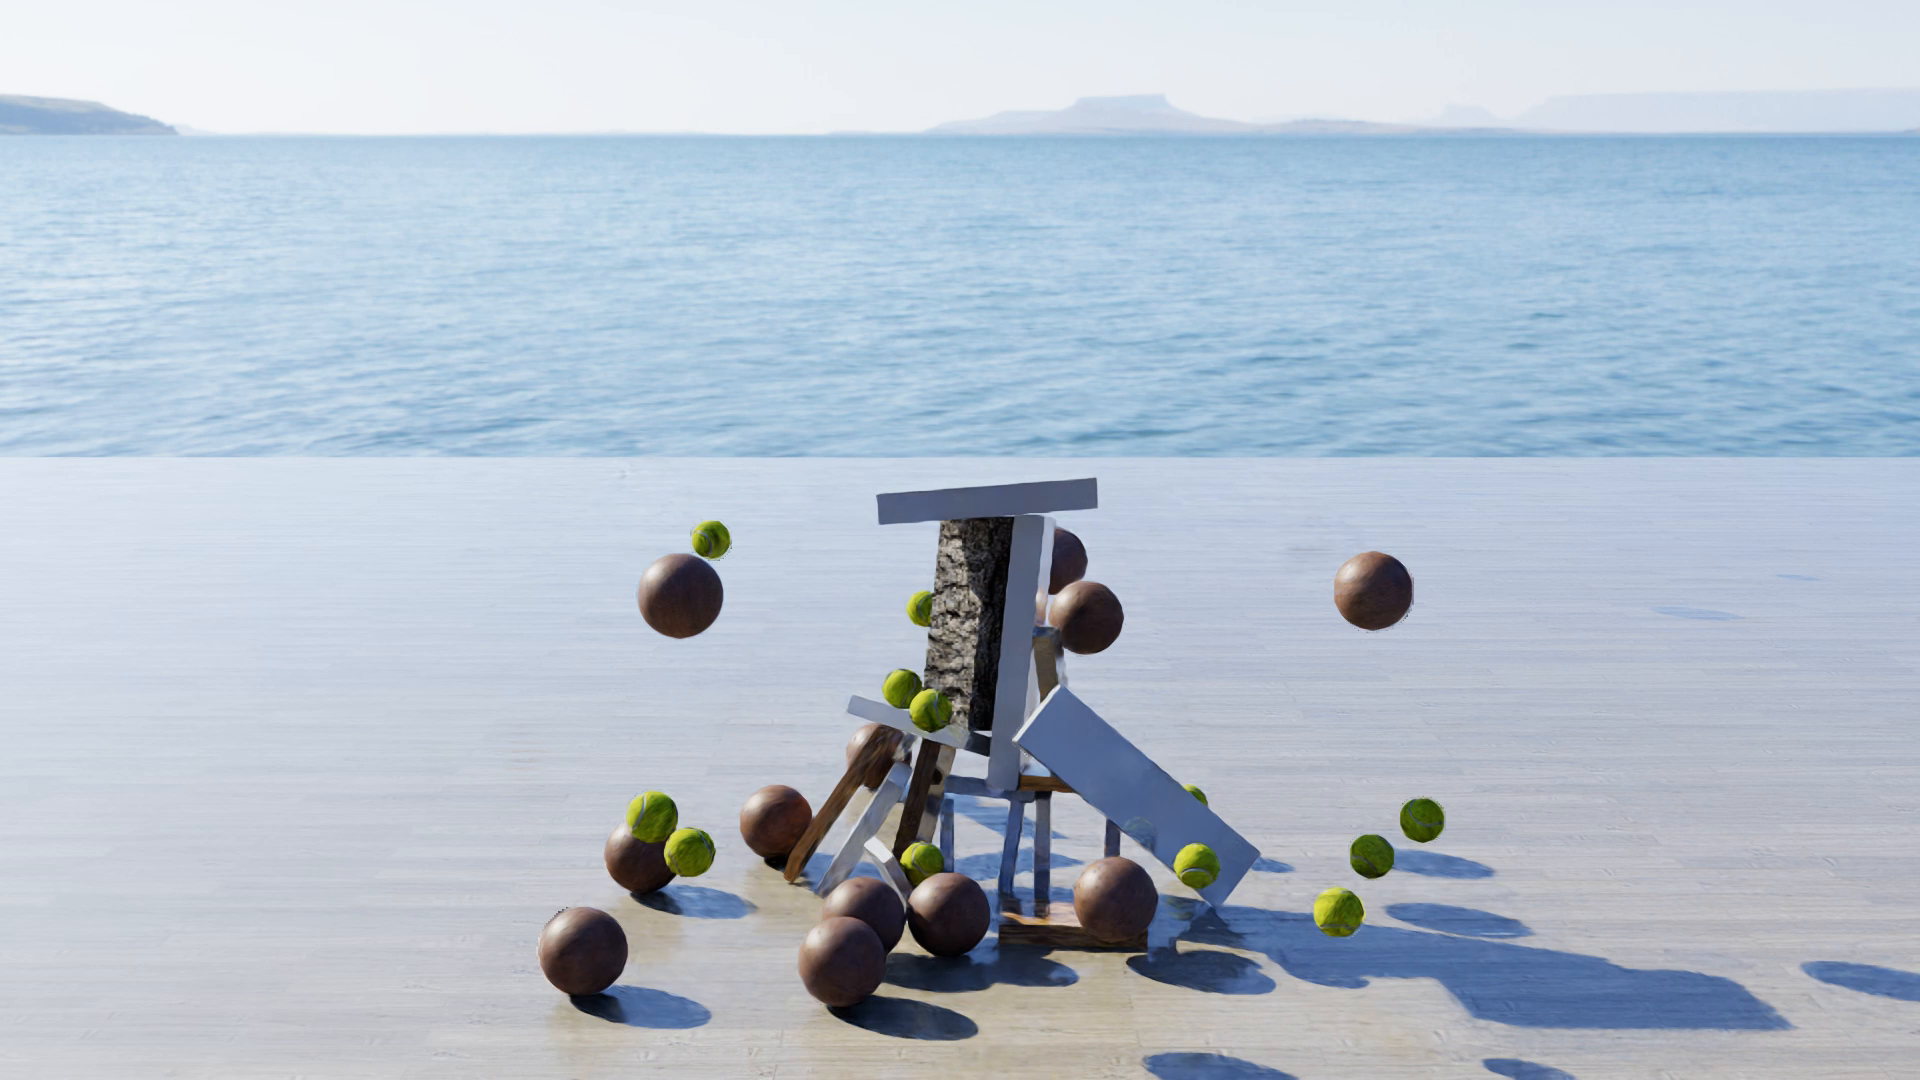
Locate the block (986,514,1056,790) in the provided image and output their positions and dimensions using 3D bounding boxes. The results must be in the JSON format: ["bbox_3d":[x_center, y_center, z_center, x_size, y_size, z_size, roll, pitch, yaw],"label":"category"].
[{"bbox_3d":[0.103,0.183,3.677,0.050,0.451,0.178,6,0,8],"label":"block"}]

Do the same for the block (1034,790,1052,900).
[{"bbox_3d":[0.138,0.503,3.649,0.025,0.177,0.089,1,11,4],"label":"block"}]

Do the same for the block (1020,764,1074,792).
[{"bbox_3d":[0.195,0.397,3.647,0.177,0.025,0.089,2,6,9],"label":"block"}]

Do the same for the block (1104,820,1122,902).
[{"bbox_3d":[0.254,0.501,3.652,0.025,0.177,0.089,2,8,5],"label":"block"}]

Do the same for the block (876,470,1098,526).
[{"bbox_3d":[0.043,-0.071,3.638,0.356,0.050,0.178,-4,5,-1],"label":"block"}]

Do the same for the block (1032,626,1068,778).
[{"bbox_3d":[0.158,0.267,3.639,0.033,0.233,0.117,-7,5,10],"label":"block"}]

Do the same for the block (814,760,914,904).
[{"bbox_3d":[-0.159,0.483,3.653,0.033,0.234,0.117,32,12,0],"label":"block"}]

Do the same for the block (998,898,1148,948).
[{"bbox_3d":[0.180,0.607,3.487,0.233,0.033,0.117,1,11,4],"label":"block"}]

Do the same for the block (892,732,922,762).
[{"bbox_3d":[-0.092,0.374,4.130,0.021,0.074,0.148,37,-17,4],"label":"block"}]

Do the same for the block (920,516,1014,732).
[{"bbox_3d":[0.013,0.132,3.709,0.050,0.356,0.178,6,1,-27],"label":"block"}]

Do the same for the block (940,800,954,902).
[{"bbox_3d":[-0.022,0.515,3.657,0.021,0.151,0.076,0,11,-1],"label":"block"}]

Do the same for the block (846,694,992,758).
[{"bbox_3d":[-0.063,0.315,3.720,0.234,0.033,0.117,15,-5,28],"label":"block"}]

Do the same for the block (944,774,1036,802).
[{"bbox_3d":[0.052,0.416,3.675,0.151,0.021,0.076,6,0,7],"label":"block"}]

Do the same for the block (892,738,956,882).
[{"bbox_3d":[-0.064,0.453,3.689,0.033,0.234,0.117,14,-6,15],"label":"block"}]

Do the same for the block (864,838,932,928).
[{"bbox_3d":[-0.099,0.546,3.504,0.021,0.148,0.074,-35,30,-14],"label":"block"}]

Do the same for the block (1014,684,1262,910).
[{"bbox_3d":[0.289,0.417,3.569,0.436,0.117,0.033,40,-9,-8],"label":"block"}]

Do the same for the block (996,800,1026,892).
[{"bbox_3d":[0.086,0.506,3.670,0.021,0.151,0.076,9,1,6],"label":"block"}]

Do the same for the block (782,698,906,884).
[{"bbox_3d":[-0.198,0.434,3.845,0.021,0.074,0.415,28,43,8],"label":"block"}]
